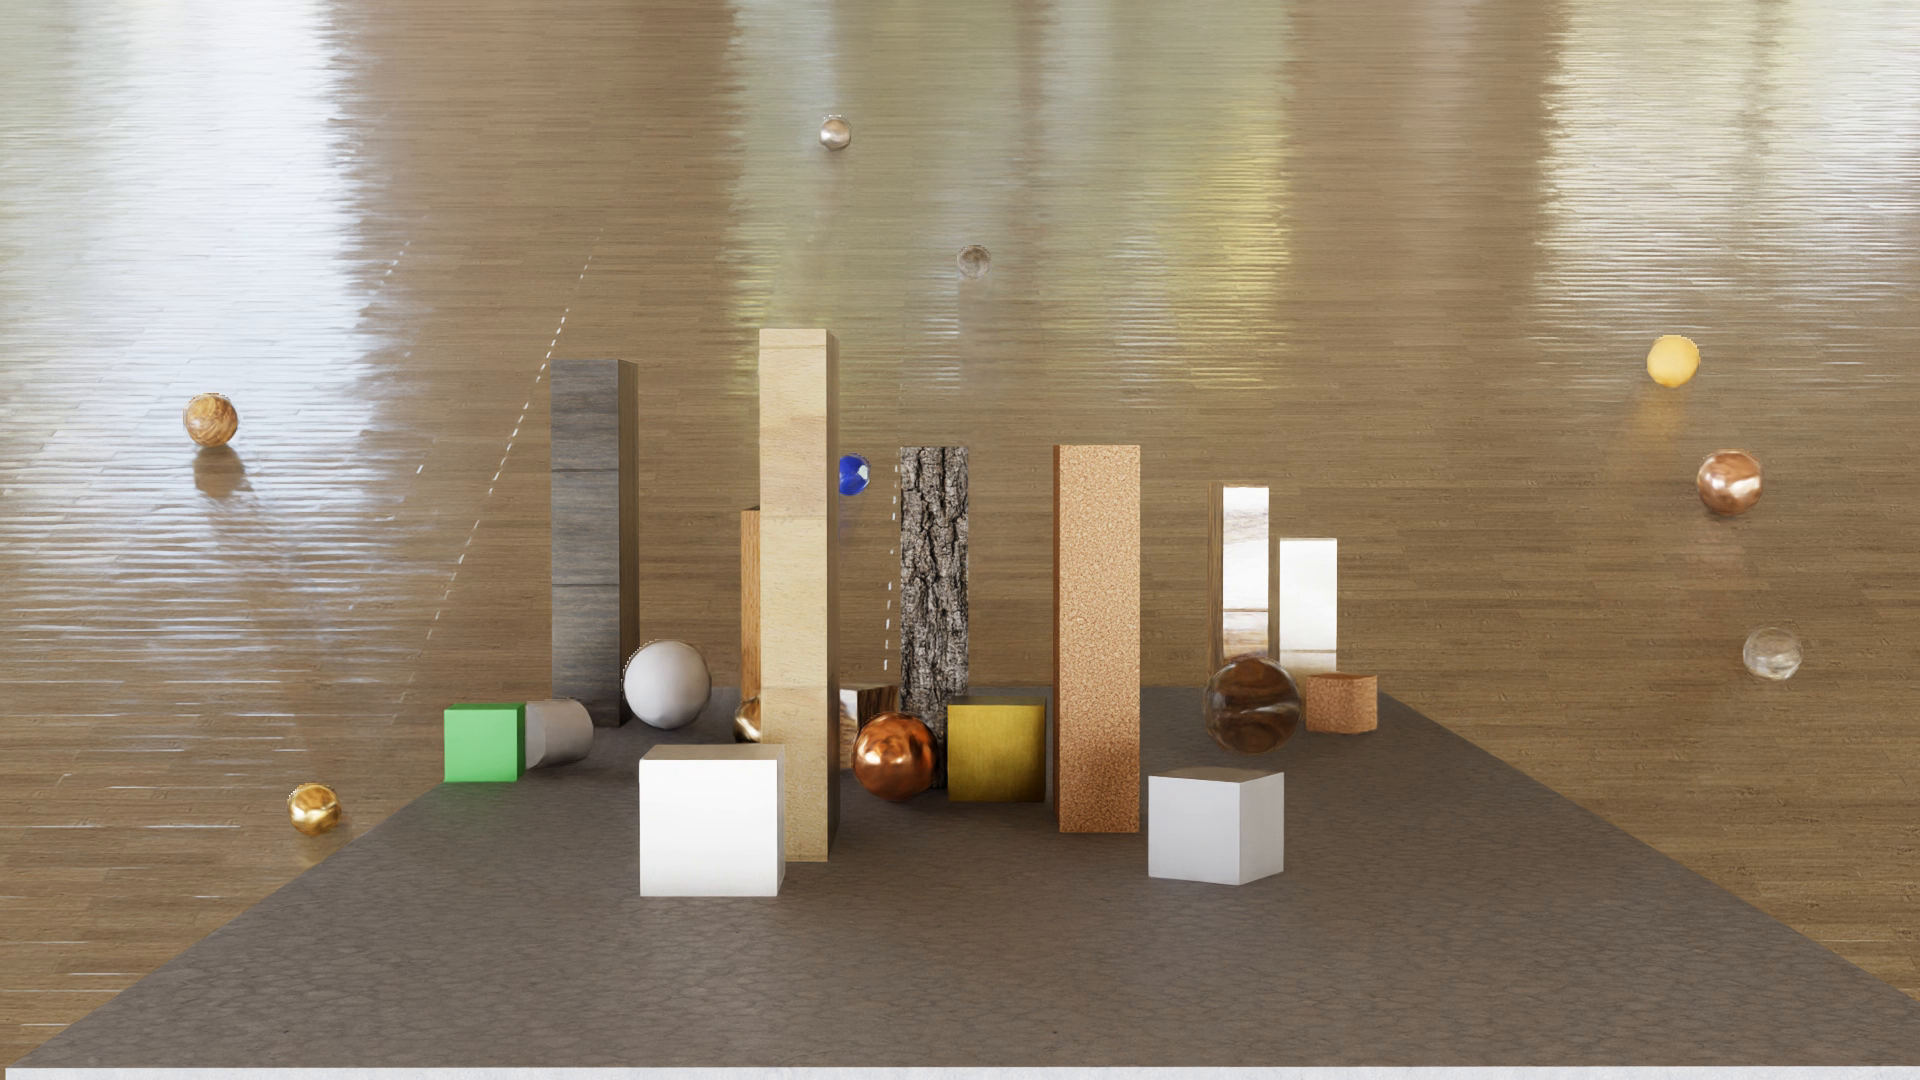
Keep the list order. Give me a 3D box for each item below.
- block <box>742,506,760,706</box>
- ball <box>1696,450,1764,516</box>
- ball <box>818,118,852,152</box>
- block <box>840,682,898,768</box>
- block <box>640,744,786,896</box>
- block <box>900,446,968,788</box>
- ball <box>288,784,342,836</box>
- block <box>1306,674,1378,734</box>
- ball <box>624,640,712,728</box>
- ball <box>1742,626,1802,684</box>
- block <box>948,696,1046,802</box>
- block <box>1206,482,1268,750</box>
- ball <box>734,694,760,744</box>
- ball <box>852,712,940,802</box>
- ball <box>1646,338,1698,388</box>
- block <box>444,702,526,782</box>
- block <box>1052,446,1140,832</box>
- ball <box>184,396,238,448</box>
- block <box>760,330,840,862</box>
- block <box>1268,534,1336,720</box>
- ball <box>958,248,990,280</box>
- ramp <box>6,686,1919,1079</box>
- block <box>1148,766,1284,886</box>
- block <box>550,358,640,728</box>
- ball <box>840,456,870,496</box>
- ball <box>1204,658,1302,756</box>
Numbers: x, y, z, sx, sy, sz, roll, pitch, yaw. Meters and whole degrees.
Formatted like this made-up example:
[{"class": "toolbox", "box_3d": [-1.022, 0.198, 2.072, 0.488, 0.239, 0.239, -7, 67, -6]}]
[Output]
[{"class": "block", "box_3d": [-0.423, 0.167, 5.676, 0.080, 0.475, 0.432, 0, 2, 0]}, {"class": "ball", "box_3d": [2.319, -0.171, 7.755, 0.197, 0.197, 0.197, 0, 24, 0]}, {"class": "ball", "box_3d": [-0.558, -1.812, 11.515, 0.150, 0.150, 0.150, 0, 24, 0]}, {"class": "block", "box_3d": [-0.221, 0.356, 4.986, 0.148, 0.148, 0.148, 1, 2, 31]}, {"class": "block", "box_3d": [-0.343, 0.389, 3.599, 0.186, 0.186, 0.186, 0, 2, 0]}, {"class": "block", "box_3d": [-0.045, 0.135, 4.719, 0.121, 0.611, 0.257, 0, 2, 0]}, {"class": "ball", "box_3d": [-1.511, 0.634, 6.032, 0.120, 0.120, 0.120, 0, 24, 0]}, {"class": "block", "box_3d": [0.824, 0.352, 5.558, 0.114, 0.114, 0.114, 1, 3, 33]}, {"class": "ball", "box_3d": [-0.632, 0.314, 5.578, 0.190, 0.190, 0.190, 0, 24, 0]}, {"class": "ball", "box_3d": [2.127, 0.301, 6.747, 0.149, 0.149, 0.149, 0, 24, 0]}, {"class": "block", "box_3d": [0.066, 0.364, 4.512, 0.167, 0.167, 0.167, 0, 2, 3]}, {"class": "block", "box_3d": [0.574, 0.149, 5.341, 0.089, 0.535, 0.331, 0, 2, 0]}, {"class": "ball", "box_3d": [-0.358, 0.361, 4.898, 0.145, 0.145, 0.145, 0, 24, 0]}, {"class": "ball", "box_3d": [-0.110, 0.374, 4.444, 0.153, 0.153, 0.153, 0, 24, 0]}, {"class": "ball", "box_3d": [2.426, -0.605, 8.768, 0.170, 0.170, 0.170, 0, 24, 0]}, {"class": "block", "box_3d": [-0.879, 0.373, 4.773, 0.131, 0.131, 0.131, 0, 2, -3]}, {"class": "block", "box_3d": [0.221, 0.152, 4.211, 0.126, 0.614, 0.282, 0, 2, 0]}, {"class": "ball", "box_3d": [-2.402, -0.381, 8.265, 0.166, 0.166, 0.166, 0, 24, 0]}, {"class": "block", "box_3d": [-0.245, 0.075, 3.998, 0.097, 0.784, 0.425, 0, 2, 0]}, {"class": "block", "box_3d": [0.773, 0.194, 5.860, 0.125, 0.407, 0.273, 0, 2, 0]}, {"class": "ball", "box_3d": [0.055, -1.056, 9.842, 0.122, 0.122, 0.122, 0, 24, 0]}, {"class": "ramp", "box_3d": [0.055, 0.497, 4.545, 2.000, 0.100, 4.000, 0, 2, 0]}, {"class": "block", "box_3d": [0.367, 0.407, 3.690, 0.143, 0.143, 0.143, 1, 3, 32]}, {"class": "block", "box_3d": [-0.812, 0.002, 5.754, 0.146, 0.800, 0.354, 0, 2, 0]}, {"class": "ball", "box_3d": [-0.339, -0.198, 7.904, 0.124, 0.124, 0.124, 0, 24, 0]}, {"class": "ball", "box_3d": [0.578, 0.329, 5.085, 0.194, 0.194, 0.194, 0, 24, 0]}]
